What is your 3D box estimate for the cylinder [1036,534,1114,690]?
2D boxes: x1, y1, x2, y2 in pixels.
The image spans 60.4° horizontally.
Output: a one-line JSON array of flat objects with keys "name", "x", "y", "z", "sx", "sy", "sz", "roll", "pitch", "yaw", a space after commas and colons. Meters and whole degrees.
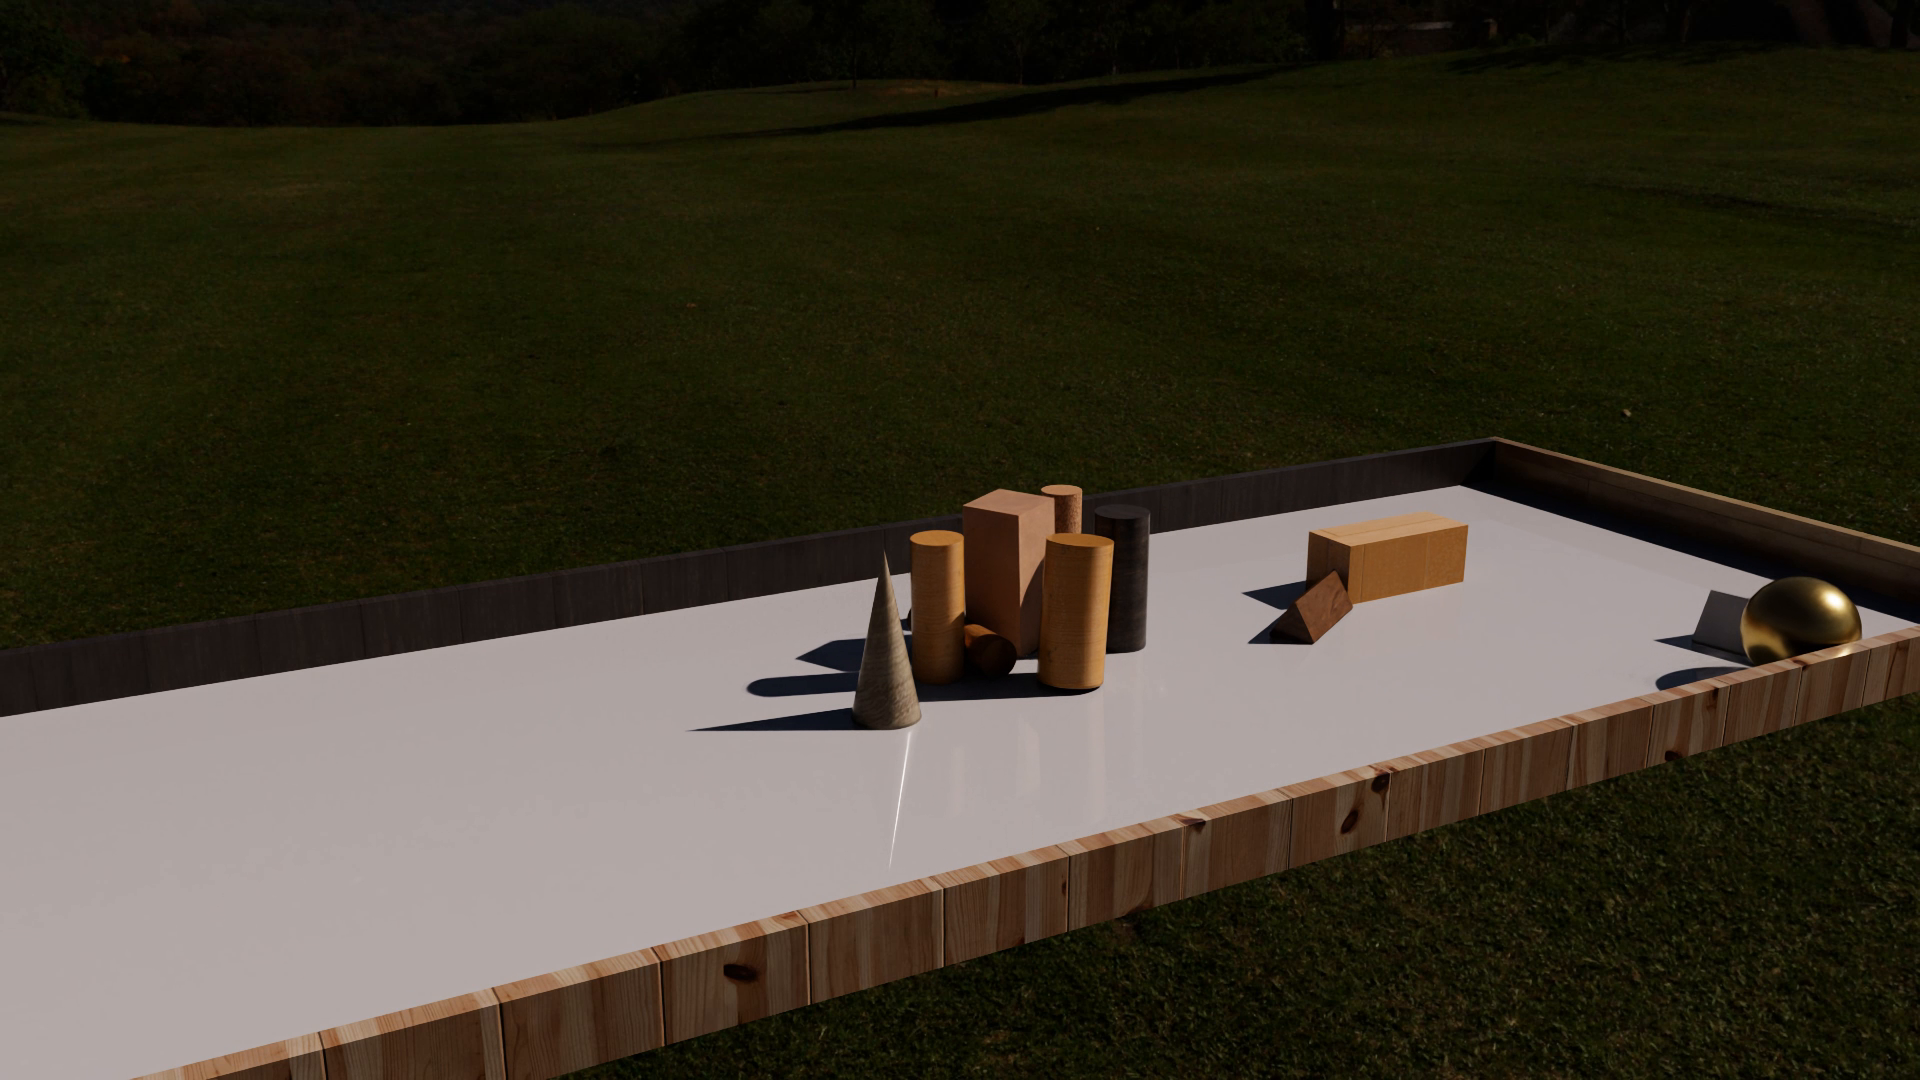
[{"name": "cylinder", "x": 0.285, "y": 0.174, "z": 4.097, "sx": 0.169, "sy": 0.358, "sz": 0.169, "roll": 3, "pitch": 11, "yaw": -1}]

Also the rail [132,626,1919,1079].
[{"name": "rail", "x": -2.336, "y": 1.006, "z": 1.665, "sx": 12.000, "sy": 0.150, "sz": 0.050, "roll": -9, "pitch": 18, "yaw": -27}]

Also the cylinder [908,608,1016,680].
[{"name": "cylinder", "x": 0.001, "y": 0.254, "z": 4.303, "sx": 0.106, "sy": 0.106, "sz": 0.378, "roll": -10, "pitch": 19, "yaw": -30}]

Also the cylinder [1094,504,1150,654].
[{"name": "cylinder", "x": 0.424, "y": 0.101, "z": 4.359, "sx": 0.146, "sy": 0.367, "sz": 0.146, "roll": 0, "pitch": 16, "yaw": 0}]

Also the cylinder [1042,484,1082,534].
[{"name": "cylinder", "x": 0.279, "y": 0.037, "z": 4.584, "sx": 0.113, "sy": 0.364, "sz": 0.113, "roll": 0, "pitch": 16, "yaw": 0}]

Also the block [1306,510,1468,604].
[{"name": "block", "x": 1.262, "y": 0.050, "z": 4.872, "sx": 0.458, "sy": 0.177, "sz": 0.177, "roll": -9, "pitch": 19, "yaw": -28}]

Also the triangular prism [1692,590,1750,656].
[{"name": "triangular prism", "x": 2.137, "y": 0.235, "z": 4.310, "sx": 0.151, "sy": 0.131, "sz": 0.370, "roll": -13, "pitch": 21, "yaw": -38}]

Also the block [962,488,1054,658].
[{"name": "block", "x": 0.132, "y": 0.086, "z": 4.352, "sx": 0.173, "sy": 0.392, "sz": 0.173, "roll": 11, "pitch": 22, "yaw": 33}]

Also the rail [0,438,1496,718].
[{"name": "rail", "x": -3.305, "y": 0.497, "z": 3.399, "sx": 12.000, "sy": 0.150, "sz": 0.050, "roll": -9, "pitch": 18, "yaw": -27}]

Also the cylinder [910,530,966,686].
[{"name": "cylinder", "x": -0.055, "y": 0.169, "z": 4.131, "sx": 0.134, "sy": 0.364, "sz": 0.134, "roll": 0, "pitch": 17, "yaw": 0}]

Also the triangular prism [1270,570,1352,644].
[{"name": "triangular prism", "x": 0.977, "y": 0.175, "z": 4.559, "sx": 0.124, "sy": 0.107, "sz": 0.341, "roll": 10, "pitch": 19, "yaw": 29}]

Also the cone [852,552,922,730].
[{"name": "cone", "x": -0.175, "y": 0.219, "z": 3.867, "sx": 0.169, "sy": 0.418, "sz": 0.169, "roll": 0, "pitch": 16, "yaw": 0}]

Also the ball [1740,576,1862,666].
[{"name": "ball", "x": 2.090, "y": 0.226, "z": 4.102, "sx": 0.273, "sy": 0.273, "sz": 0.273, "roll": 0, "pitch": 16, "yaw": 0}]

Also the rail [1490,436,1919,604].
[{"name": "rail", "x": 2.466, "y": -0.048, "z": 5.253, "sx": 0.050, "sy": 0.150, "sz": 2.100, "roll": -9, "pitch": 18, "yaw": -27}]
